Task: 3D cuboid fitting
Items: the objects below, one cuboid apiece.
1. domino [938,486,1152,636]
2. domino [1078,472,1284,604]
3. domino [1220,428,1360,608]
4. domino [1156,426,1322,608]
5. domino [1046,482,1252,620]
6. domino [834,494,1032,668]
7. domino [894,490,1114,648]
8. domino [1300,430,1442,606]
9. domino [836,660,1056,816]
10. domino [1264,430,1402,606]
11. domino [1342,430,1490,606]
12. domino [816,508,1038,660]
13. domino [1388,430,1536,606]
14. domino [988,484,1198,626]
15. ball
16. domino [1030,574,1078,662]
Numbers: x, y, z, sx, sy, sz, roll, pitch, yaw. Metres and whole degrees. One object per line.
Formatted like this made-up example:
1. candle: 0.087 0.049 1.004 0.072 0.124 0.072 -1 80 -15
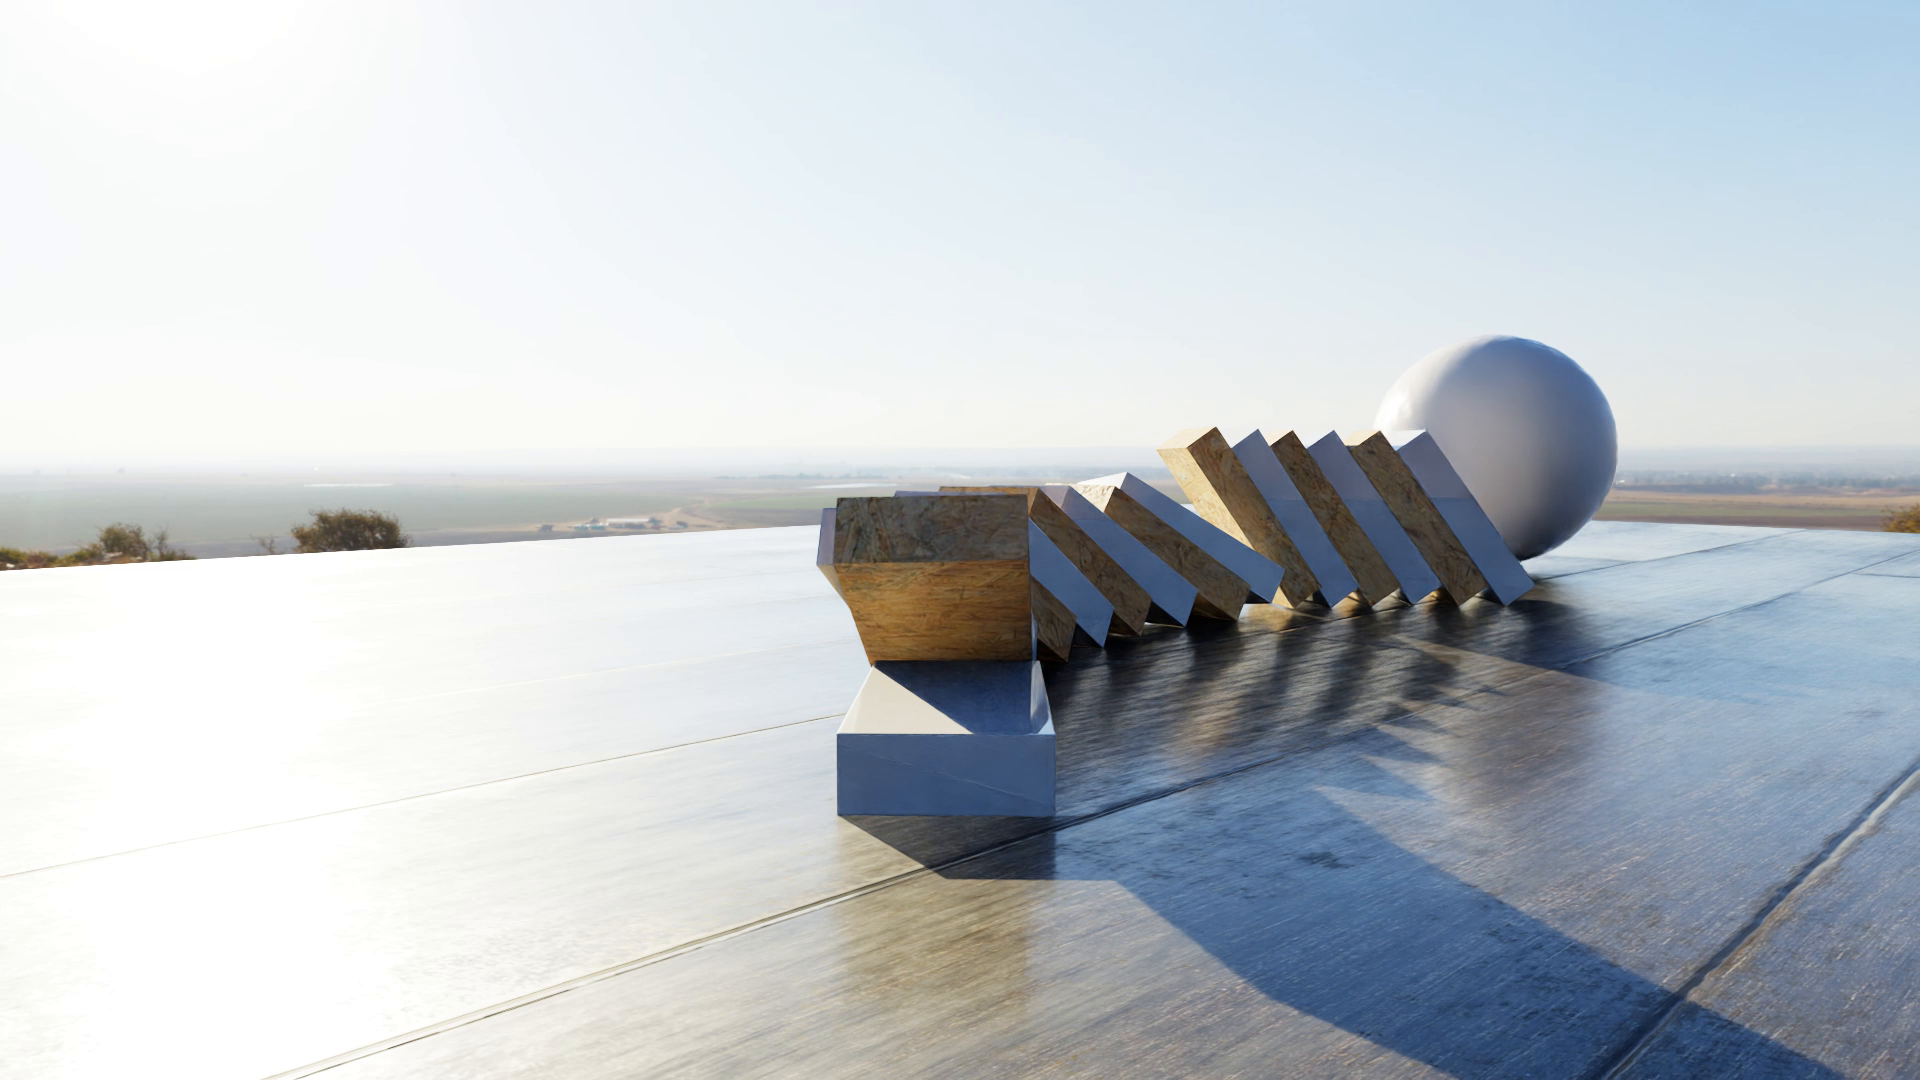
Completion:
1. domino: 0.018 0.005 0.274 0.025 0.010 0.050 3 -26 39
2. domino: 0.054 0.000 0.322 0.050 0.010 0.025 30 -14 -18
3. domino: 0.084 -0.006 0.341 0.009 0.050 0.025 -36 9 -5
4. domino: 0.073 -0.006 0.337 0.010 0.050 0.025 -36 7 -5
5. domino: 0.044 0.003 0.307 0.050 0.009 0.025 33 -14 -31
6. domino: -0.002 0.009 0.188 0.025 0.010 0.050 -1 -26 4
7. domino: 0.009 0.007 0.257 0.025 0.009 0.050 3 -25 34
8. domino: 0.109 -0.007 0.349 0.010 0.050 0.025 -35 1 5
9. domino: -0.001 0.025 0.171 0.025 0.009 0.050 0 4 1
10. domino: 0.097 -0.007 0.346 0.010 0.050 0.025 -35 2 4
11. domino: 0.121 -0.007 0.348 0.009 0.050 0.025 -35 1 5
12. domino: -0.004 0.010 0.212 0.025 0.010 0.050 -2 -26 13
13. domino: 0.133 -0.007 0.347 0.010 0.050 0.025 -35 1 5
14. domino: 0.029 0.004 0.291 0.025 0.009 0.050 3 -25 48
15. ball: 0.184 -0.031 0.446 0.080 0.080 0.080 0 4 0
16. domino: 0.000 0.009 0.239 0.025 0.010 0.050 3 -22 31
